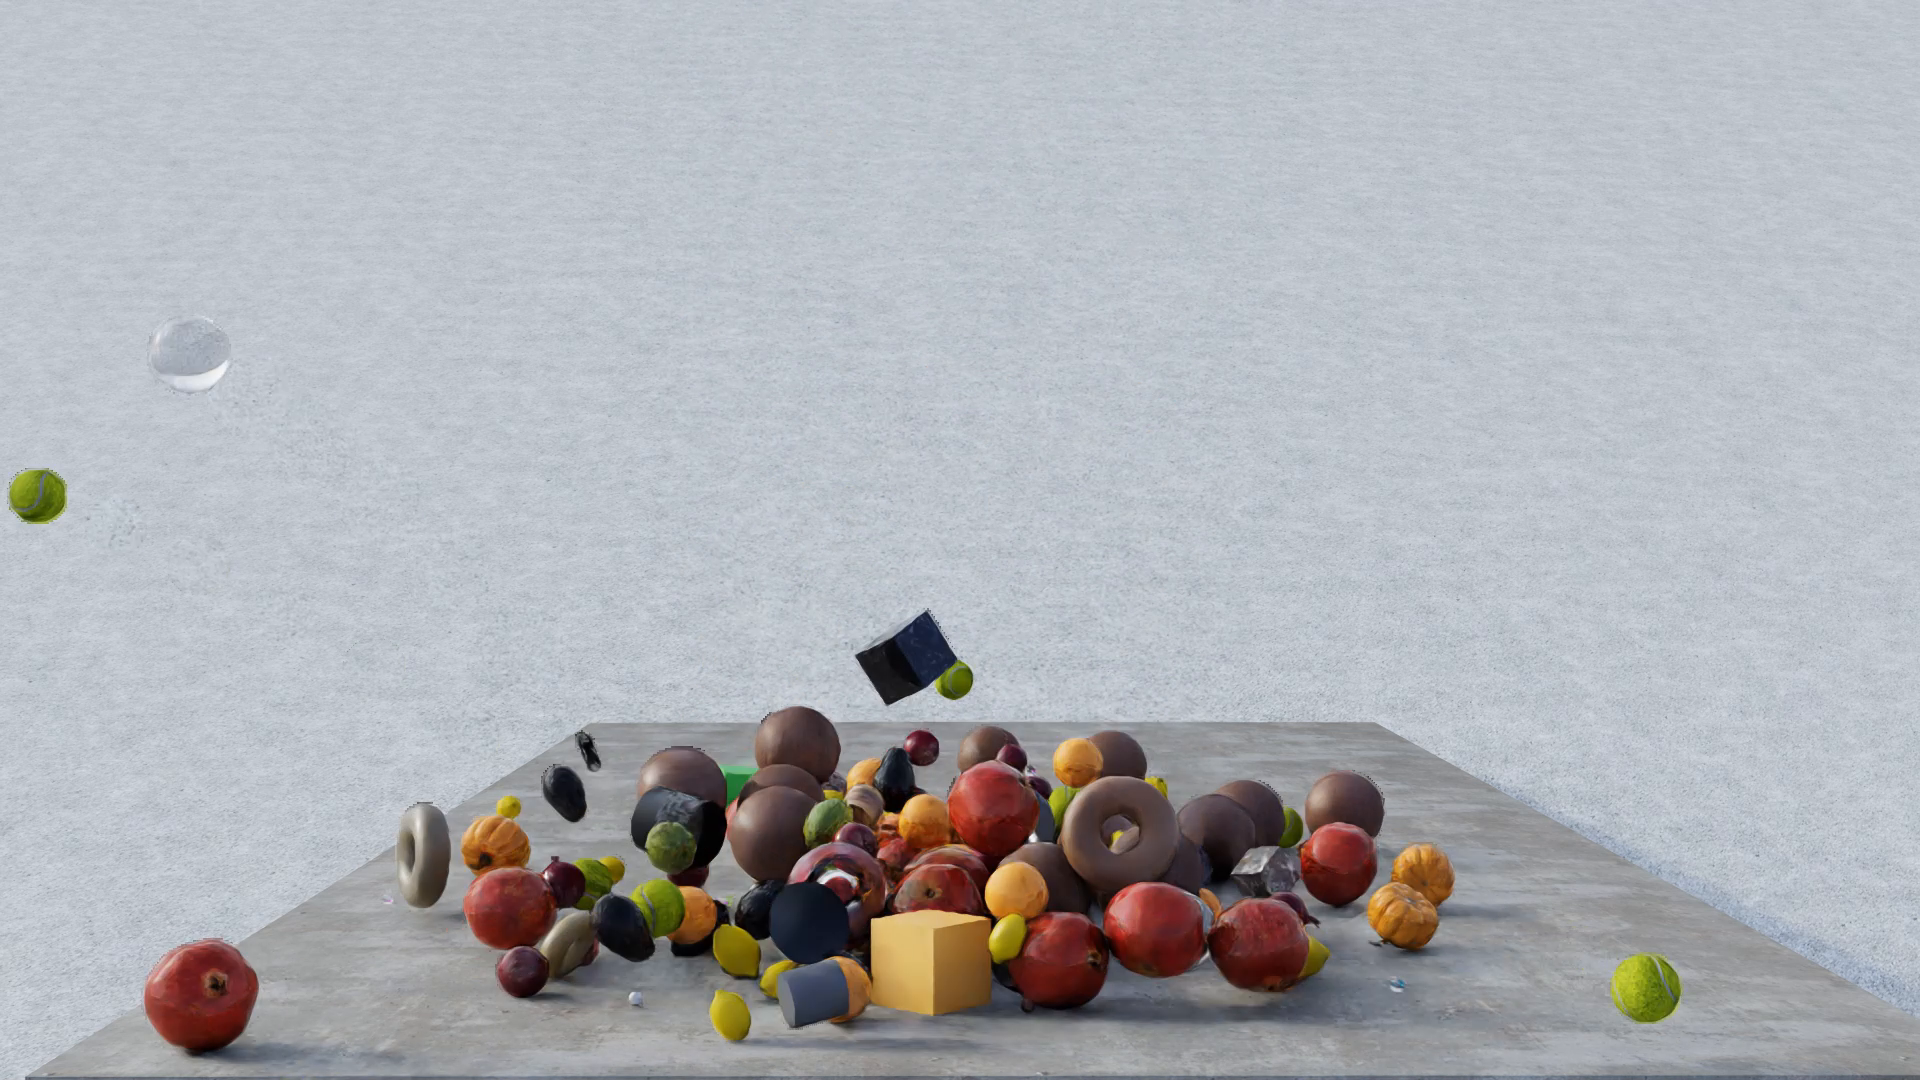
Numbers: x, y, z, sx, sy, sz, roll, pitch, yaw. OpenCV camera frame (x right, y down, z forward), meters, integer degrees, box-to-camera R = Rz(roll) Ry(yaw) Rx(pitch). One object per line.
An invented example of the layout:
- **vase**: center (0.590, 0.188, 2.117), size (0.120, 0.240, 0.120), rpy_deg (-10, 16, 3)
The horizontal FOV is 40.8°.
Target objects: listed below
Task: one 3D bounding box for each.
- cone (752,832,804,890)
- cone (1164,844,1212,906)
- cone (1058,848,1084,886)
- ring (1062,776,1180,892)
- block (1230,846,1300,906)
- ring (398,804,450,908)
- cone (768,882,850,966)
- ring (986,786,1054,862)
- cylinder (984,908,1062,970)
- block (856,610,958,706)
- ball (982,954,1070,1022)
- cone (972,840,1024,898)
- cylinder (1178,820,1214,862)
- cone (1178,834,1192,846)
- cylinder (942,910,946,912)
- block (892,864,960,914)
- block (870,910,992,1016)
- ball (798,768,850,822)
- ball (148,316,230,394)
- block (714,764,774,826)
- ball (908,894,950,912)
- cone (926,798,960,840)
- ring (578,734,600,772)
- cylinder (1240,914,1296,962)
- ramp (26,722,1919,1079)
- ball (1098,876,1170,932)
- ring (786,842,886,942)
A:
- **cone**: center (-0.288, 0.495, 3.832), size (0.090, 0.090, 0.090), rpy_deg (11, 30, 20)
- **cone**: center (0.296, 0.463, 3.683), size (0.092, 0.092, 0.092), rpy_deg (-13, 18, -23)
- **cone**: center (0.164, 0.499, 3.861), size (0.067, 0.067, 0.067), rpy_deg (16, 36, 29)
- **ring**: center (0.202, 0.371, 3.254), size (0.150, 0.150, 0.050), rpy_deg (0, -18, 2)
- **block**: center (0.428, 0.471, 3.621), size (0.058, 0.058, 0.058), rpy_deg (-13, 26, 49)
- **ring**: center (-0.740, 0.436, 3.561), size (0.048, 0.143, 0.143), rpy_deg (4, 23, -26)
- **cone**: center (-0.192, 0.456, 3.005), size (0.098, 0.098, 0.098), rpy_deg (-16, -13, -28)
- **ring**: center (0.086, 0.404, 3.674), size (0.109, 0.109, 0.036), rpy_deg (17, 11, 30)
- **cylinder**: center (0.065, 0.480, 3.021), size (0.088, 0.088, 0.088), rpy_deg (-8, 0, -15)
- **block**: center (-0.083, 0.182, 3.991), size (0.093, 0.093, 0.093), rpy_deg (-27, 8, 43)
- **ball**: center (0.074, 0.515, 2.900), size (0.100, 0.100, 0.100), rpy_deg (0, 27, 0)
- **cone**: center (0.036, 0.469, 3.688), size (0.085, 0.085, 0.085), rpy_deg (15, 0, 27)
- **cylinder**: center (0.351, 0.477, 4.020), size (0.068, 0.068, 0.068), rpy_deg (-13, 30, -18)
- **cone**: center (0.300, 0.494, 3.825), size (0.092, 0.092, 0.092), rpy_deg (-30, 38, -26)
- **cylinder**: center (-0.033, 0.515, 3.217), size (0.078, 0.078, 0.078), rpy_deg (-7, 26, 3)
- **block**: center (-0.047, 0.485, 3.567), size (0.066, 0.066, 0.066), rpy_deg (-1, -1, -43)
- **block**: center (-0.033, 0.482, 2.953), size (0.097, 0.097, 0.097), rpy_deg (1, 1, 42)
- **ball**: center (-0.243, 0.454, 4.602), size (0.094, 0.094, 0.094), rpy_deg (0, 27, 0)
- **ball**: center (-0.965, -0.231, 3.230), size (0.097, 0.097, 0.097), rpy_deg (0, 27, 0)
- **block**: center (-0.381, 0.449, 4.539), size (0.087, 0.087, 0.087), rpy_deg (7, 3, -14)
- **ball**: center (-0.041, 0.494, 3.386), size (0.057, 0.057, 0.057), rpy_deg (0, 27, 0)
- **cone**: center (-0.016, 0.444, 4.181), size (0.060, 0.060, 0.060), rpy_deg (31, -5, 3)
- **ring**: center (-0.733, 0.421, 5.101), size (0.028, 0.083, 0.083), rpy_deg (-22, 32, -11)
- **cylinder**: center (0.384, 0.496, 3.218), size (0.055, 0.055, 0.055), rpy_deg (2, 26, 24)
- **ramp**: center (0.061, 0.551, 4.588), size (2.000, 0.100, 4.000), rpy_deg (0, 1, 0)
- **ball**: center (0.231, 0.473, 3.434), size (0.097, 0.097, 0.097), rpy_deg (0, 27, 0)
- **ring**: center (-0.149, 0.426, 3.112), size (0.126, 0.126, 0.042), rpy_deg (-8, 9, -15)
